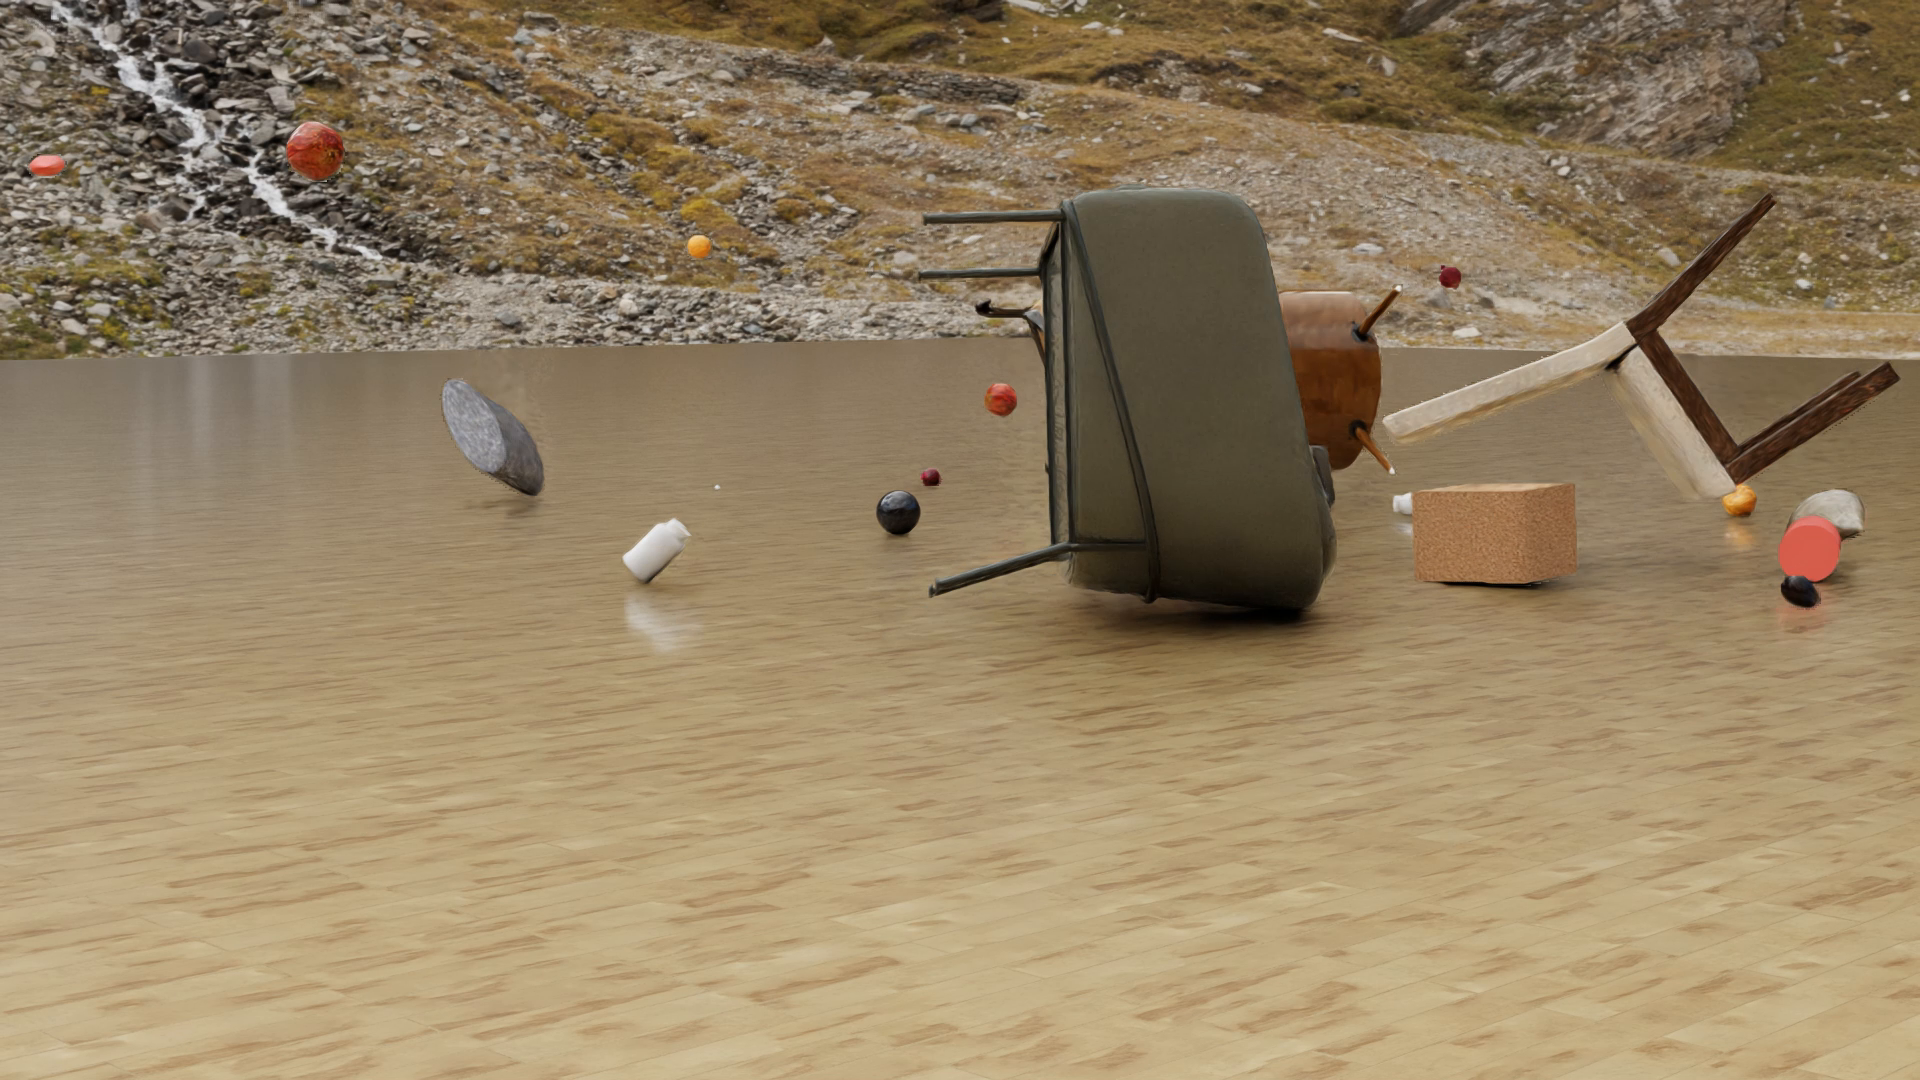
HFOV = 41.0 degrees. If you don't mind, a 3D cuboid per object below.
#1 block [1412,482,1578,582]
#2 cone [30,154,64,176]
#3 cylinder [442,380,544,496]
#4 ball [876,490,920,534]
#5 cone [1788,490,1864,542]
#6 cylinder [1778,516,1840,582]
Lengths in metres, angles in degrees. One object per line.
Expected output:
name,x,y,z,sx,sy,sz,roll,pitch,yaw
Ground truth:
block,1.158,-0.017,5.554,0.262,0.194,0.255,0,5,37
cone,-2.064,-0.844,5.794,0.075,0.047,0.081,-11,14,-14
cylinder,-1.364,-0.297,7.505,0.133,0.319,0.314,-32,-16,4
ball,-0.157,-0.070,6.536,0.115,0.115,0.115,0,6,0
cone,2.035,-0.035,5.903,0.192,0.130,0.191,-19,10,-3
cylinder,1.860,0.019,5.616,0.123,0.127,0.216,42,17,11
